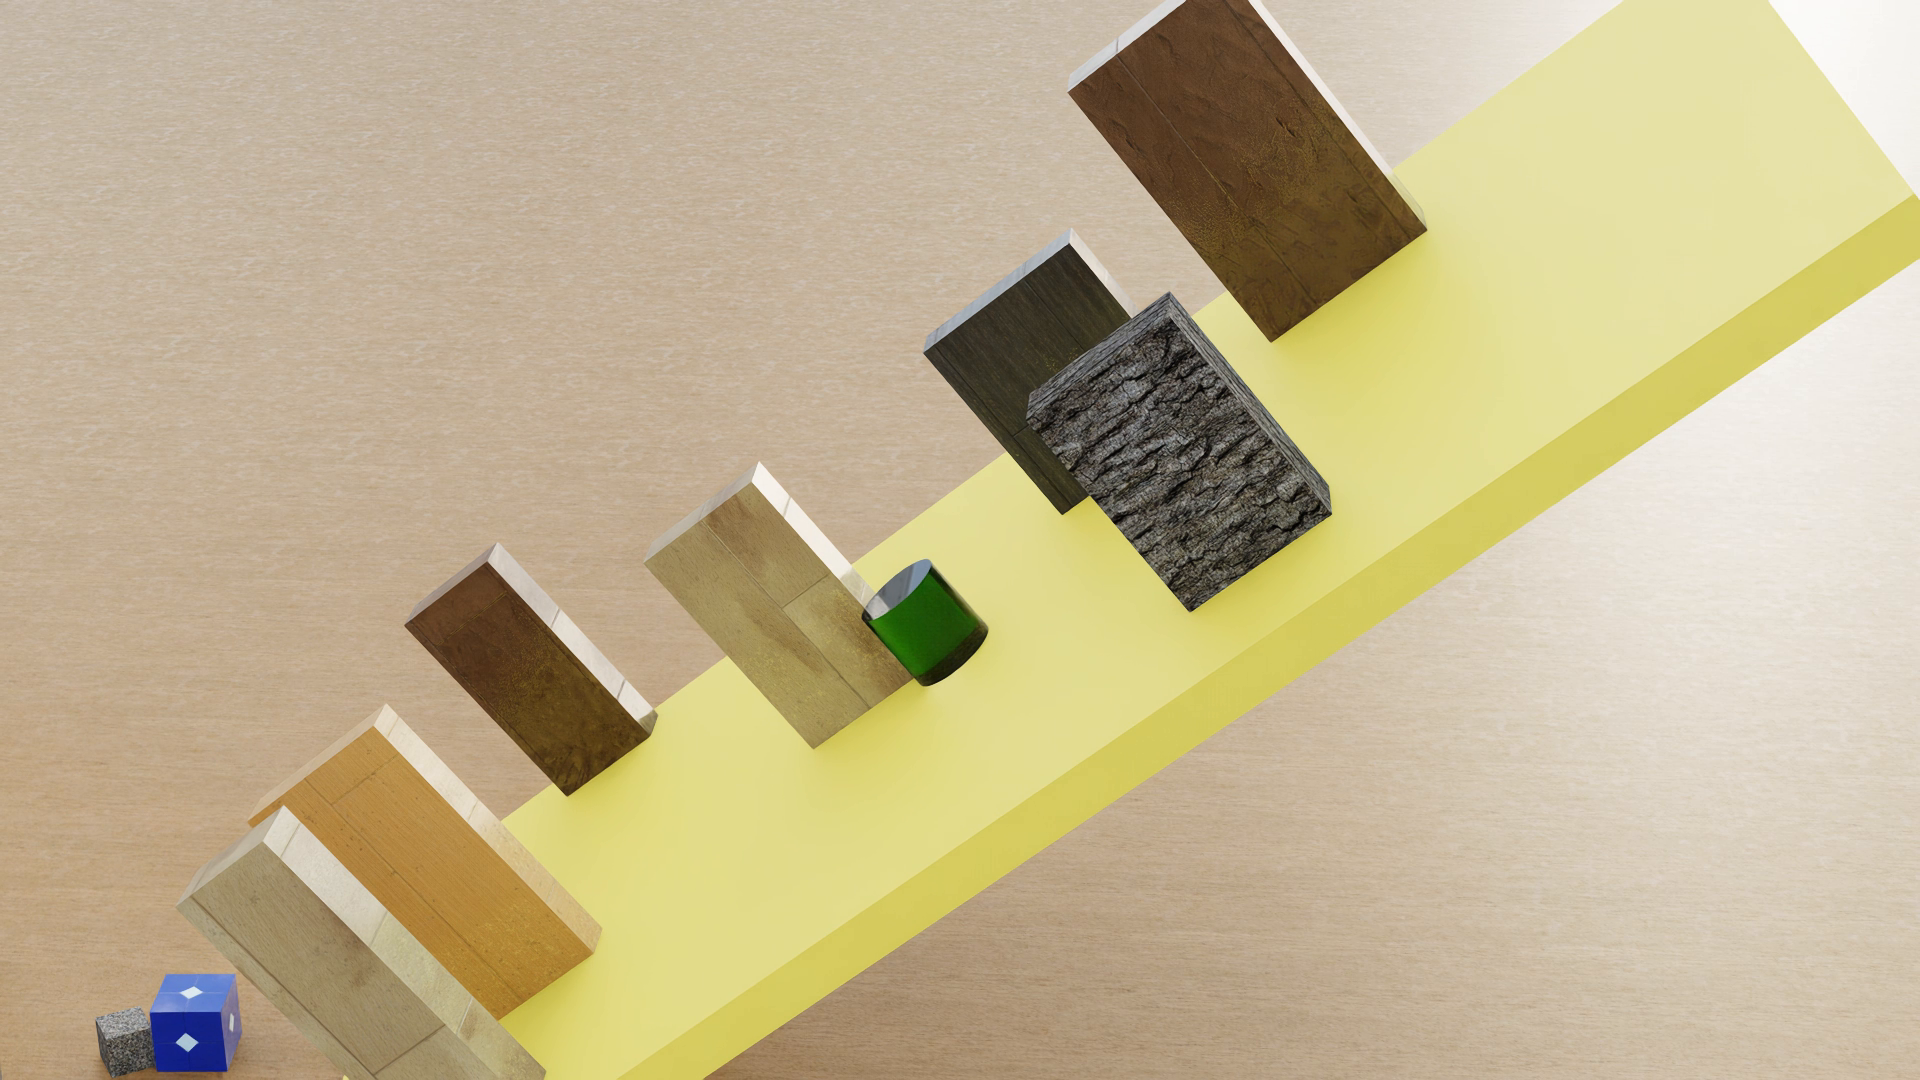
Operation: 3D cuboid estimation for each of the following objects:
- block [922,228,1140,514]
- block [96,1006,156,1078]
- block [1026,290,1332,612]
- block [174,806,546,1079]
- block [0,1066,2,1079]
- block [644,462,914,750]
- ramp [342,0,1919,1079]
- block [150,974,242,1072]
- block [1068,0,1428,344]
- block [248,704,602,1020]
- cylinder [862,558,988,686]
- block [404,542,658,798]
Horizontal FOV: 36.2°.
[{"bbox_3d":[0.234,-0.367,6.474,0.409,0.487,0.110,-36,16,18],"label":"block"},{"bbox_3d":[-2.017,1.214,7.113,0.109,0.109,0.109,-13,27,-26],"label":"block"},{"bbox_3d":[0.410,-0.162,5.493,0.332,0.493,0.139,-36,16,18],"label":"block"},{"bbox_3d":[-1.187,0.899,5.864,0.246,0.772,0.143,-36,16,18],"label":"block"},{"bbox_3d":[-2.355,1.263,6.946,0.152,0.152,0.152,-5,24,-11],"label":"block"},{"bbox_3d":[-0.377,0.146,6.380,0.311,0.565,0.113,-36,16,18],"label":"block"},{"bbox_3d":[0.121,0.185,6.340,4.000,0.100,2.000,-36,16,18],"label":"ramp"},{"bbox_3d":[-1.852,1.171,7.136,0.169,0.169,0.169,0,24,-1],"label":"block"},{"bbox_3d":[0.627,-0.845,6.403,0.423,0.722,0.148,-36,16,18],"label":"block"},{"bbox_3d":[-1.159,0.730,6.395,0.385,0.697,0.105,-36,16,18],"label":"block"},{"bbox_3d":[-0.074,0.176,6.277,0.193,0.193,0.193,-37,16,13],"label":"cylinder"},{"bbox_3d":[-1.083,0.331,7.455,0.290,0.612,0.120,-36,16,18],"label":"block"}]
